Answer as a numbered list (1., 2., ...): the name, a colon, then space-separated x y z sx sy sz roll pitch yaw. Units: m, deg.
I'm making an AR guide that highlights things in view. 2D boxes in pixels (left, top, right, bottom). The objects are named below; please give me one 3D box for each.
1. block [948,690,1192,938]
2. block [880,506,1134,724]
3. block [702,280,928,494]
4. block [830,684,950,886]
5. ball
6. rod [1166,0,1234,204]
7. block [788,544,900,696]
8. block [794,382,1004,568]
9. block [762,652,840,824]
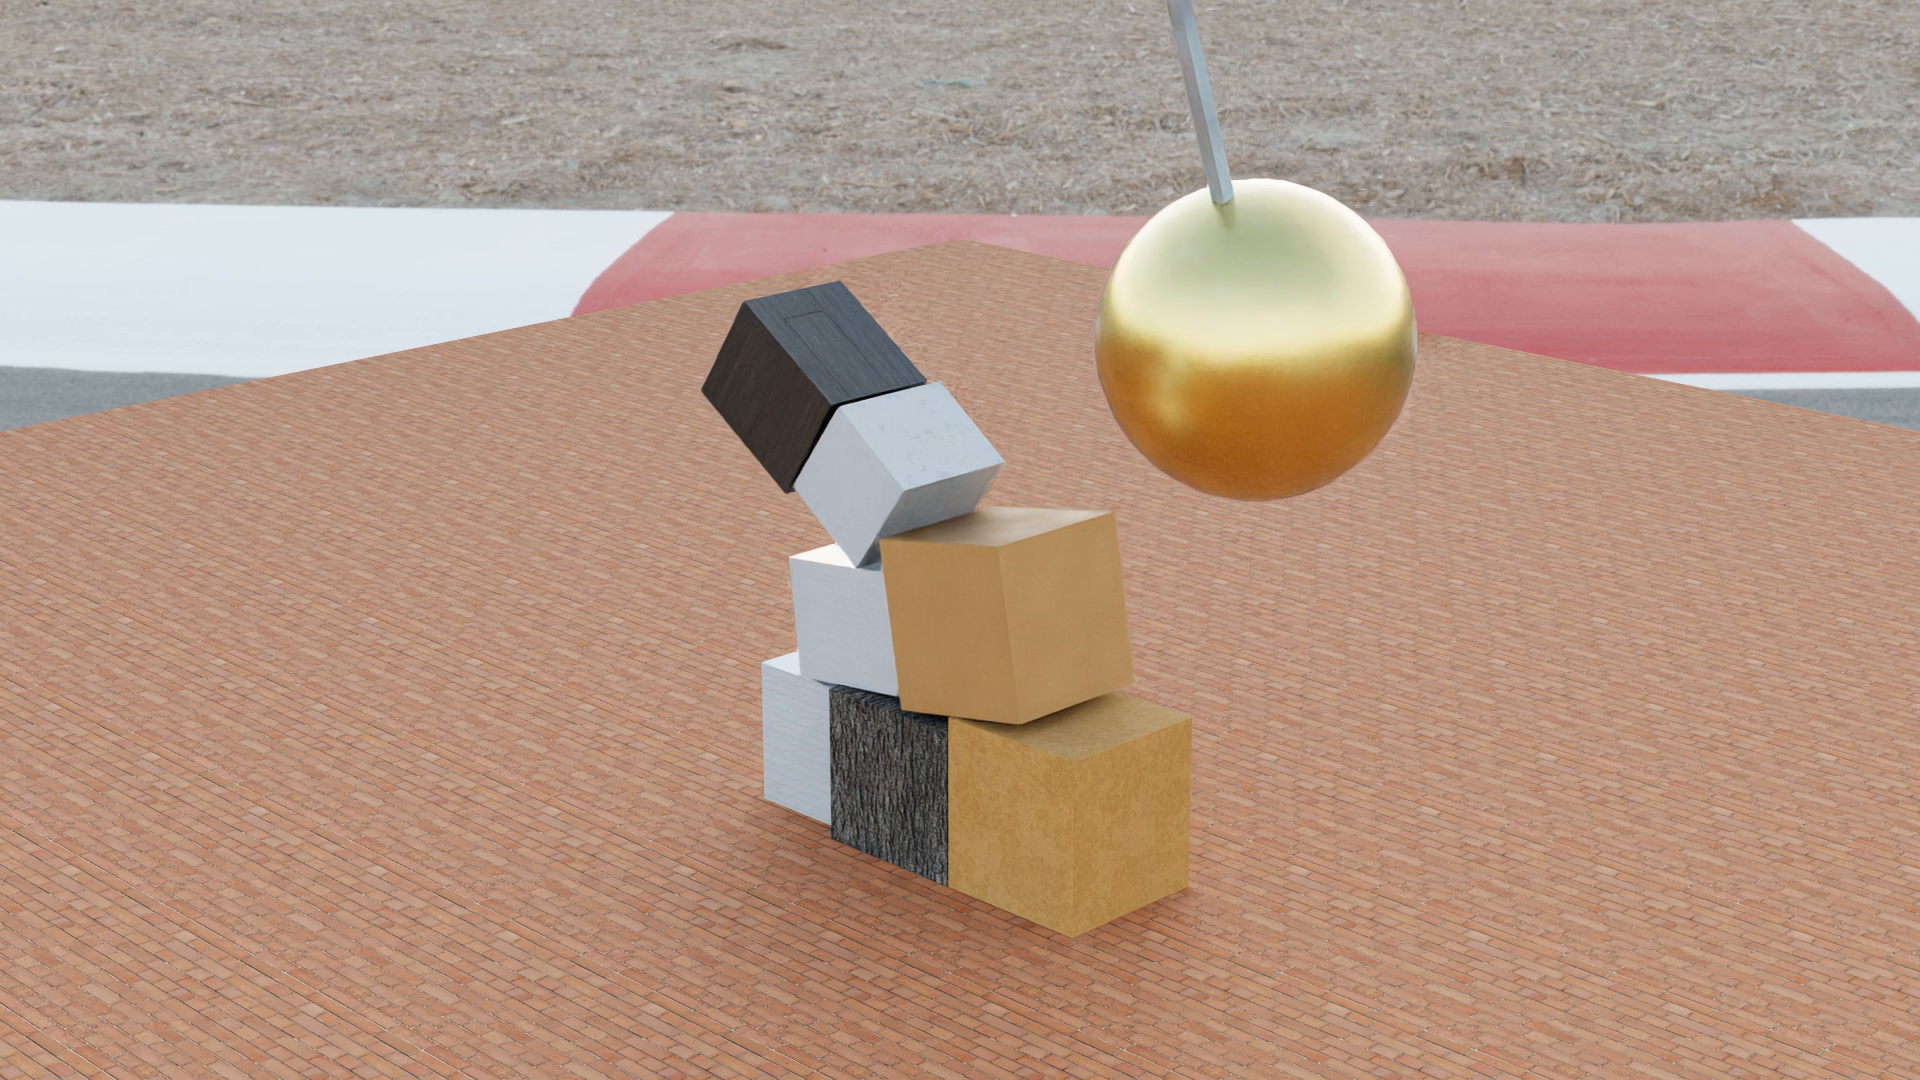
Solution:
1. block: 0.493 1.183 13.206 0.774 0.823 0.768 -17 24 -42
2. block: 0.213 0.322 13.238 0.746 0.795 0.762 -17 14 -42
3. block: -0.690 -0.725 13.789 0.613 0.585 0.701 -17 58 -43
4. block: -0.077 1.057 13.728 0.729 0.752 0.776 -17 24 -42
5. ball: 1.467 -0.989 14.568 1.600 1.600 1.600 0 17 0
6. rod: 0.636 -3.783 12.819 0.080 5.200 0.080 17 44 42
7. block: -0.310 0.332 13.781 0.625 0.584 0.706 -17 18 -42
8. block: -0.284 -0.305 13.545 0.646 0.546 0.523 -17 60 -42
9. block: -0.550 0.928 14.216 0.563 0.705 0.585 -17 24 -42
